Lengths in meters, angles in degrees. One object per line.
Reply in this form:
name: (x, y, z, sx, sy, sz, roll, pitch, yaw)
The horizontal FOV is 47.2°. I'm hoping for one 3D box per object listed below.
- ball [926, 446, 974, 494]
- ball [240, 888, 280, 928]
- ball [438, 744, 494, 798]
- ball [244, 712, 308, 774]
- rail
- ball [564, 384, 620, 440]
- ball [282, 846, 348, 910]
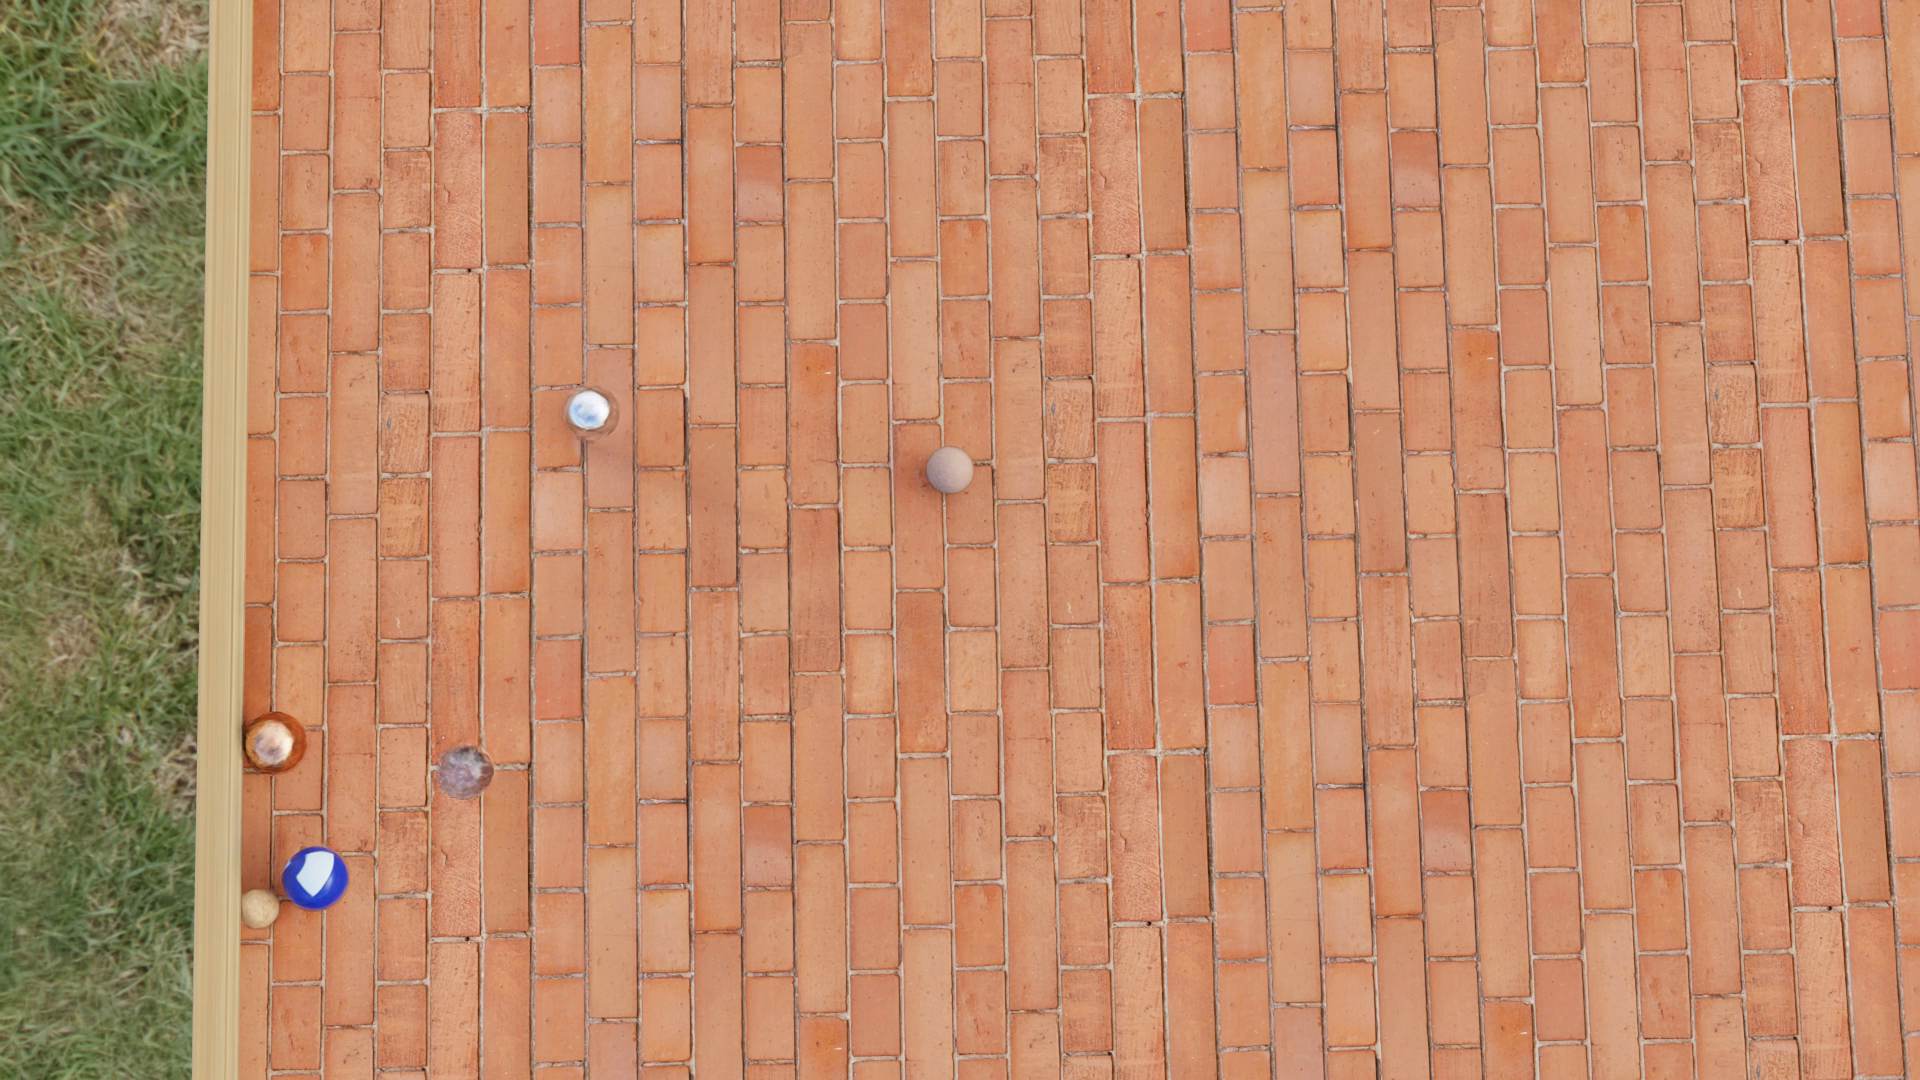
ball: (-0.015, -0.104, 3.265, 0.072, 0.072, 0.072, 0, 84, 0)
ball: (-1.021, 0.535, 3.200, 0.059, 0.059, 0.059, 0, 84, 0)
ball: (-0.722, 0.337, 3.212, 0.079, 0.079, 0.079, 0, 84, 0)
ball: (-1.000, 0.296, 3.211, 0.089, 0.089, 0.089, 0, 84, 0)
rail: (-1.071, 0.021, 3.226, 0.045, 0.119, 2.506, -1, 84, 0)
ball: (-0.547, -0.189, 3.269, 0.083, 0.083, 0.083, 0, 84, 0)
ball: (-0.935, 0.490, 3.188, 0.092, 0.092, 0.092, 0, 84, 0)
